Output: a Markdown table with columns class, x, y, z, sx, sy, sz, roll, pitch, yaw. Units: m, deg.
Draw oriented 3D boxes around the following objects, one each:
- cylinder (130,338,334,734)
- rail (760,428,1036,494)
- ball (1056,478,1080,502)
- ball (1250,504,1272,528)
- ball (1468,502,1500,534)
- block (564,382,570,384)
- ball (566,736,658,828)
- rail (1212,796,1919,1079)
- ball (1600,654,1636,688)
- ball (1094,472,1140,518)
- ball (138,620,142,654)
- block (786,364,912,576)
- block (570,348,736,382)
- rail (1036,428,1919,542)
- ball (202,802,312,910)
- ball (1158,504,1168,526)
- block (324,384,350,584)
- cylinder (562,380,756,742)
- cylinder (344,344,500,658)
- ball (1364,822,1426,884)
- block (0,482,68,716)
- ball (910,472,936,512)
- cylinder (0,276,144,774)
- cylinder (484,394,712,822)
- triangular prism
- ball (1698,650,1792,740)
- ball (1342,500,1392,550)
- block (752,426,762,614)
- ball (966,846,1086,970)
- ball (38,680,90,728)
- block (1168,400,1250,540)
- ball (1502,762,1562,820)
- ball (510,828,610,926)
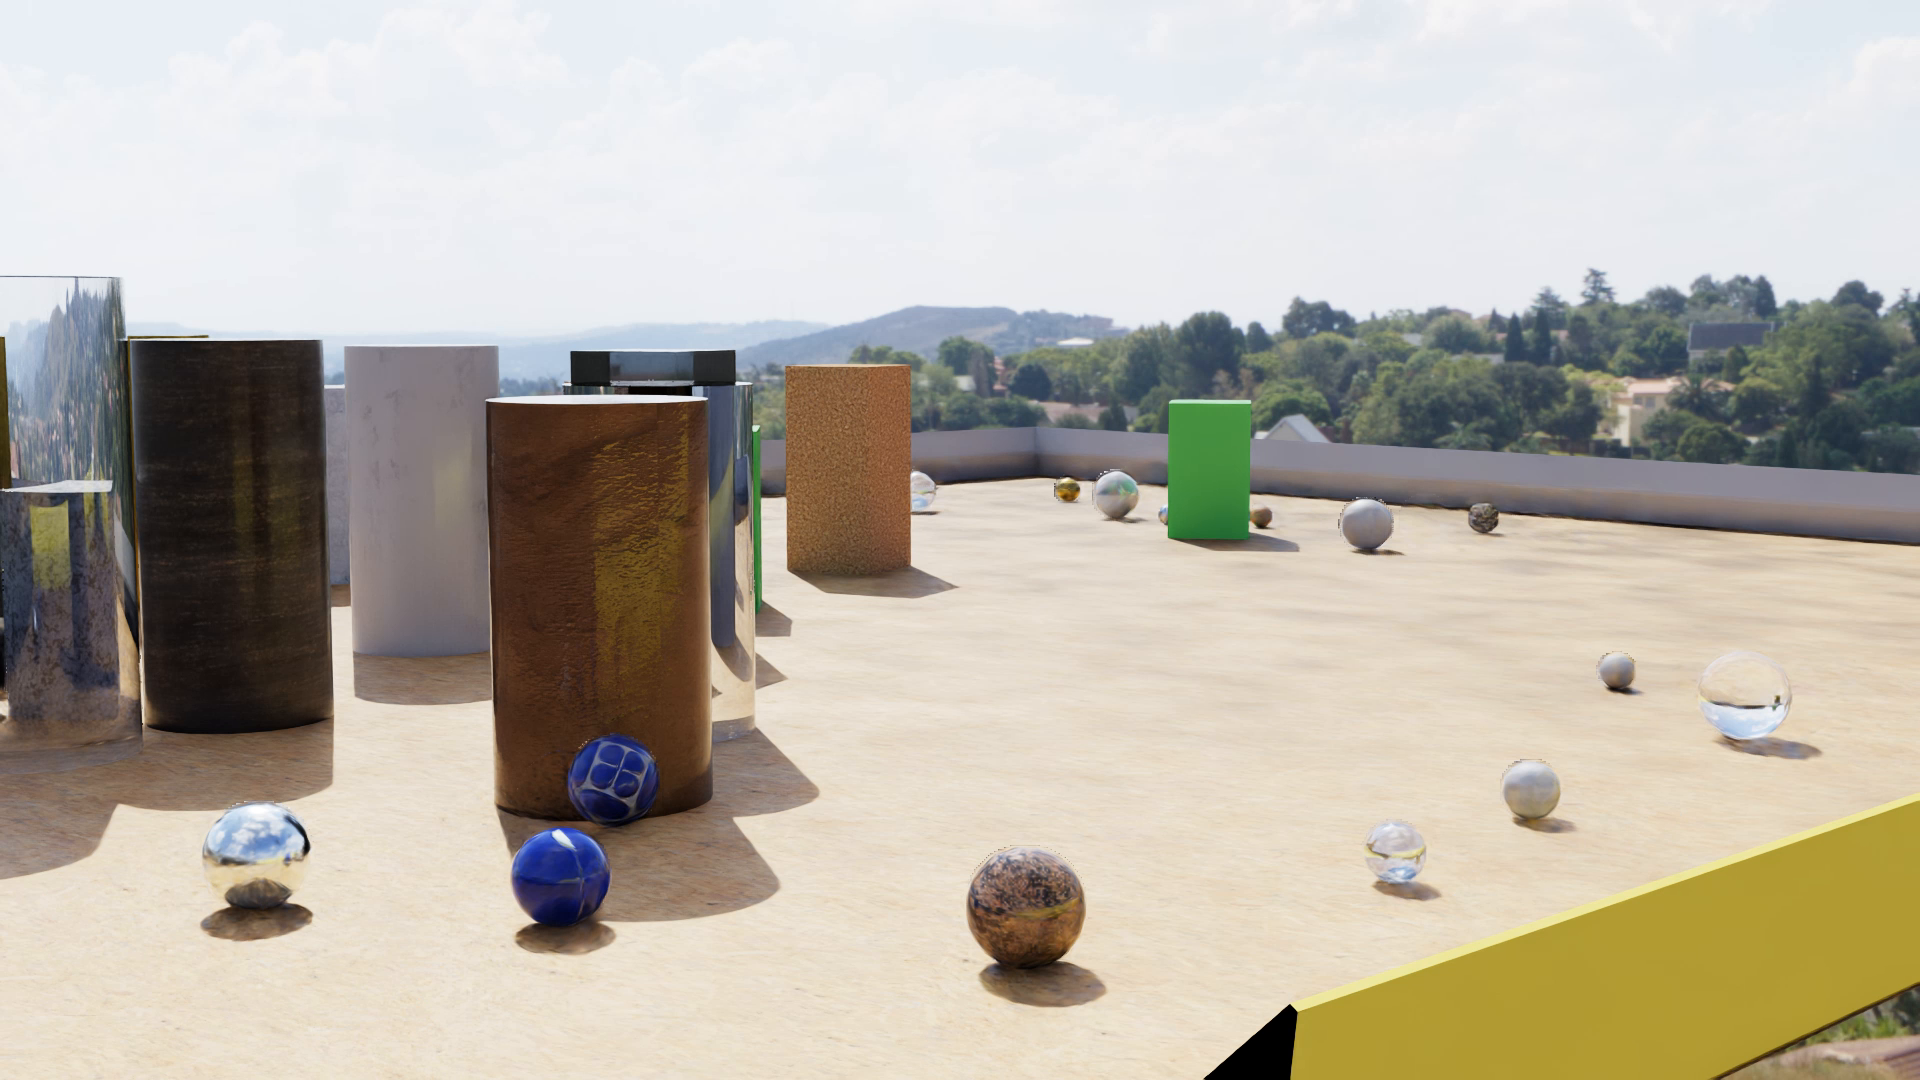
| class | x | y | z | sx | sy | sz | roll | pitch | yaw |
| --- | --- | --- | --- | --- | --- | --- | --- | --- | --- |
| cylinder | -0.791 | -0.011 | 2.397 | 0.199 | 0.414 | 0.199 | 0 | 6 | 0 |
| rail | -1.220 | -0.103 | 4.647 | 3.927 | 0.129 | 0.045 | -5 | 8 | -42 |
| ball | 0.253 | -0.116 | 5.134 | 0.056 | 0.056 | 0.056 | 0 | 6 | 0 |
| ball | 0.621 | -0.049 | 4.533 | 0.047 | 0.047 | 0.047 | 0 | 6 | 0 |
| ball | 1.051 | -0.044 | 4.414 | 0.062 | 0.062 | 0.062 | 0 | 6 | 0 |
| block | -0.705 | -0.180 | 4.566 | 0.159 | 0.300 | 0.159 | 4 | 7 | 33 |
| ball | -0.296 | 0.206 | 1.878 | 0.078 | 0.078 | 0.078 | 0 | 6 | 0 |
| rail | 1.220 | 0.171 | 2.017 | 3.927 | 0.129 | 0.045 | -5 | 8 | -42 |
| ball | 0.777 | 0.155 | 2.598 | 0.041 | 0.041 | 0.041 | 0 | 6 | 0 |
| ball | 0.338 | -0.097 | 4.742 | 0.099 | 0.099 | 0.099 | 0 | 6 | 0 |
| ball | -1.045 | 0.122 | 2.695 | 0.087 | 0.087 | 0.087 | 0 | 6 | 0 |
| block | -0.192 | -0.126 | 3.799 | 0.159 | 0.351 | 0.159 | 3 | 7 | 25 |
| block | -0.407 | -0.057 | 2.944 | 0.159 | 0.392 | 0.159 | 3 | 6 | 23 |
| rail | 1.426 | -0.103 | 4.640 | 0.045 | 0.129 | 3.645 | -5 | 8 | -42 |
| ball | -0.524 | 0.236 | 1.641 | 0.079 | 0.079 | 0.079 | 0 | 6 | 0 |
| ball | 0.434 | -0.052 | 4.572 | 0.043 | 0.043 | 0.043 | 0 | 6 | 0 |
| block | -1.035 | -0.095 | 3.651 | 0.159 | 0.320 | 0.159 | -2 | 6 | -22 |
| cylinder | -0.318 | 0.019 | 2.331 | 0.199 | 0.368 | 0.199 | 0 | 6 | 0 |
| cylinder | -0.708 | -0.058 | 2.913 | 0.199 | 0.400 | 0.199 | 0 | 6 | 0 |
| ball | 0.339 | 0.244 | 1.715 | 0.048 | 0.048 | 0.048 | 0 | 6 | 0 |
| block | -1.123 | 0.065 | 2.459 | 0.159 | 0.249 | 0.159 | 2 | 6 | 20 |
| ball | -0.097 | -0.107 | 4.891 | 0.088 | 0.088 | 0.088 | 0 | 6 | 0 |
| cylinder | -0.929 | -0.022 | 2.192 | 0.199 | 0.477 | 0.199 | 0 | 6 | 0 |
| cylinder | -0.327 | 0.055 | 2.001 | 0.199 | 0.365 | 0.199 | 0 | 6 | 0 |
| triangular prism | -1.181 | -0.104 | 3.318 | 0.172 | 0.408 | 0.149 | 2 | 6 | 22 |
| ball | 0.816 | 0.162 | 2.287 | 0.093 | 0.093 | 0.093 | 0 | 6 | 0 |
| ball | 0.760 | -0.029 | 4.108 | 0.095 | 0.095 | 0.095 | 0 | 6 | 0 |
| block | -0.381 | -0.033 | 3.307 | 0.159 | 0.269 | 0.159 | 0 | 6 | -3 |
| ball | 0.045 | 0.250 | 1.494 | 0.082 | 0.082 | 0.082 | 0 | 6 | 0 |
| ball | -0.959 | 0.175 | 2.352 | 0.052 | 0.052 | 0.052 | 0 | 6 | 0 |
| block | 0.496 | -0.142 | 4.374 | 0.159 | 0.265 | 0.159 | 1 | 6 | 7 |
| ball | 0.502 | 0.220 | 1.932 | 0.051 | 0.051 | 0.051 | 0 | 6 | 0 |
| ball | -0.290 | 0.244 | 1.596 | 0.071 | 0.071 | 0.071 | 0 | 6 | 0 |
